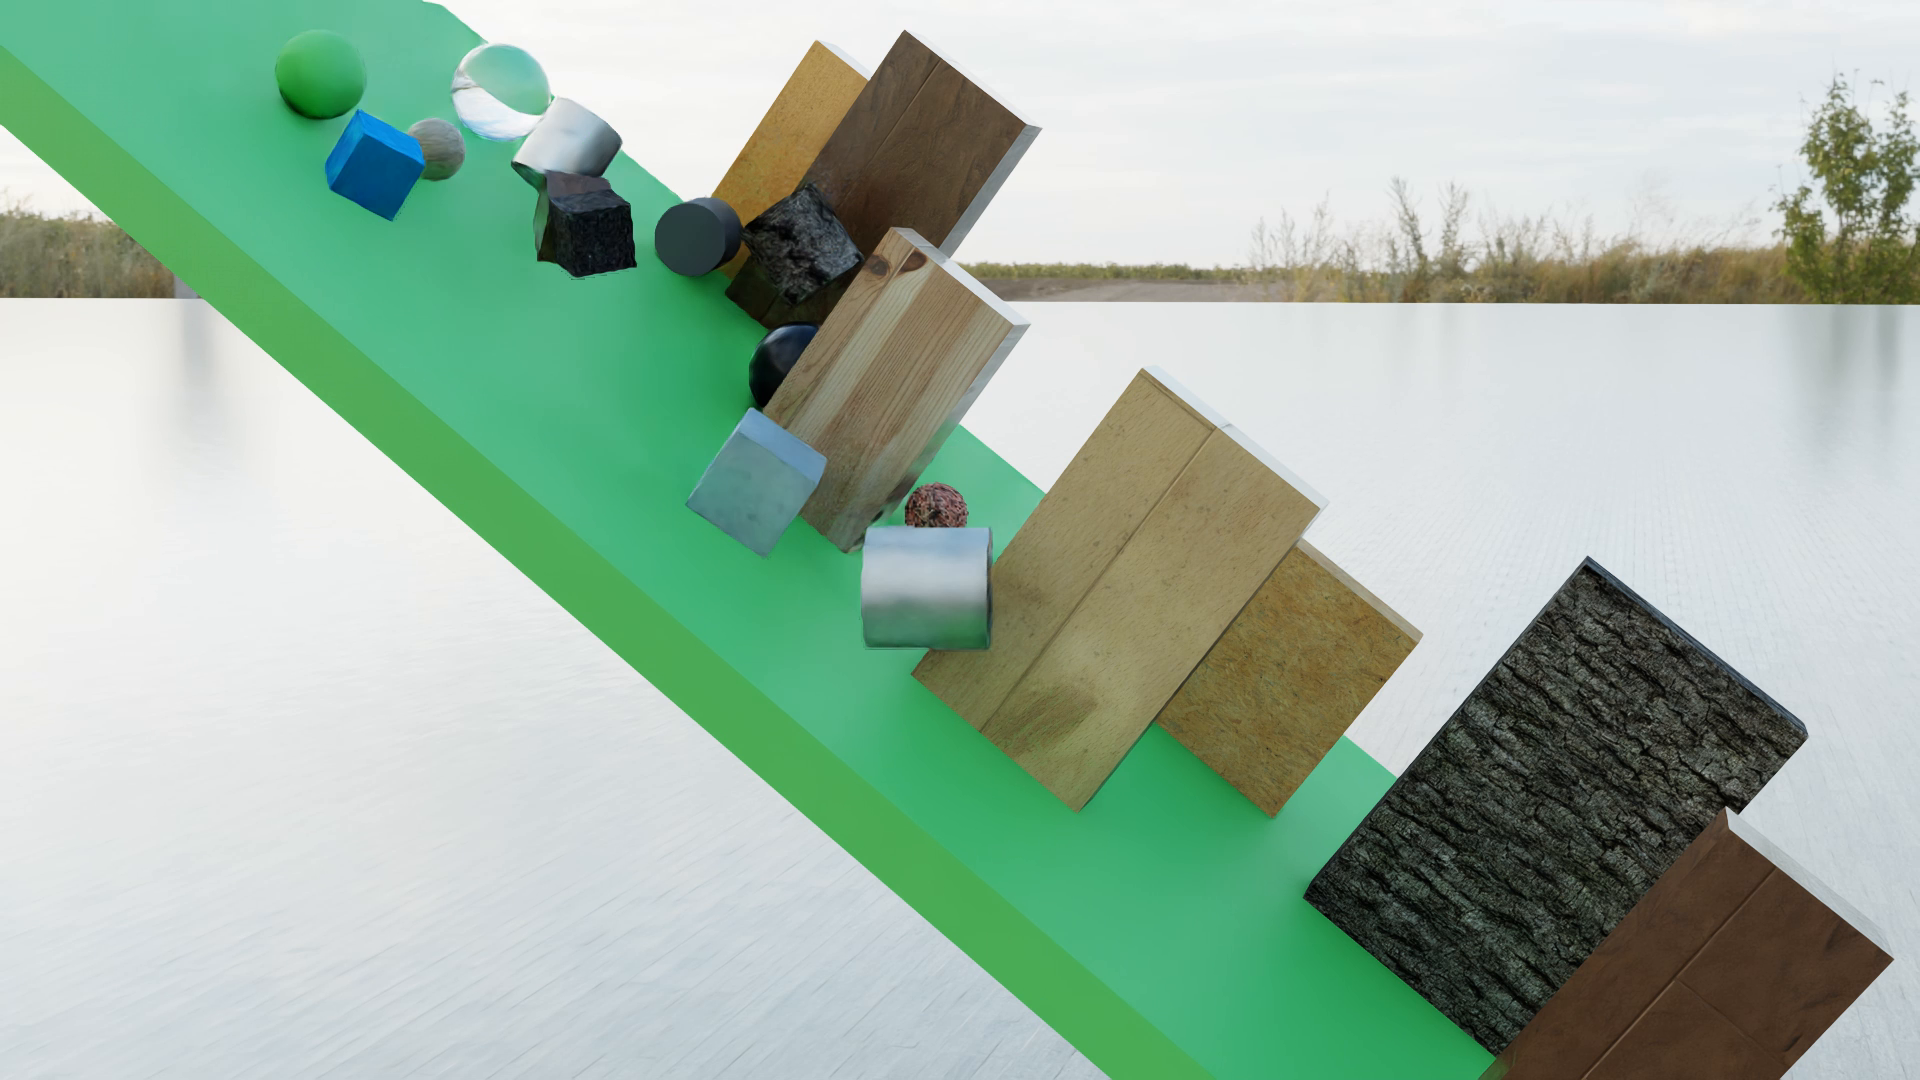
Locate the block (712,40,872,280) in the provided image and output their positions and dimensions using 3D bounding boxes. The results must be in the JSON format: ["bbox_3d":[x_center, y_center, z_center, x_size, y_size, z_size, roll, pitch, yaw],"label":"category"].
[{"bbox_3d":[-0.307,-0.767,4.841,0.364,0.535,0.128,39,16,9],"label":"block"}]

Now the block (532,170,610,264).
[{"bbox_3d":[-0.685,-0.568,3.896,0.115,0.115,0.115,5,42,-21],"label":"block"}]

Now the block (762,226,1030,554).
[{"bbox_3d":[-0.140,-0.258,3.811,0.272,0.498,0.111,39,16,9],"label":"block"}]

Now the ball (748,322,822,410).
[{"bbox_3d":[-0.301,-0.314,4.175,0.203,0.203,0.203,0,7,0],"label":"ball"}]

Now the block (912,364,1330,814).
[{"bbox_3d":[0.246,0.078,3.455,0.345,0.619,0.109,39,16,9],"label":"block"}]

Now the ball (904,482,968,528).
[{"bbox_3d":[-0.045,-0.049,4.119,0.119,0.119,0.119,0,7,0],"label":"ball"}]

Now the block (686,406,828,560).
[{"bbox_3d":[-0.330,-0.095,3.580,0.154,0.154,0.154,34,16,-8],"label":"block"}]

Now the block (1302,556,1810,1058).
[{"bbox_3d":[0.992,0.459,3.712,0.442,0.749,0.119,39,16,9],"label":"block"}]

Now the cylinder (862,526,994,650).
[{"bbox_3d":[-0.046,0.070,3.241,0.179,0.179,0.179,1,7,4],"label":"cylinder"}]

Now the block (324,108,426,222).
[{"bbox_3d":[-1.006,-0.644,3.778,0.117,0.117,0.117,27,19,-32],"label":"block"}]

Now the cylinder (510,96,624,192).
[{"bbox_3d":[-0.754,-0.742,4.222,0.155,0.155,0.155,31,-10,6],"label":"cylinder"}]

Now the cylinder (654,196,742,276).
[{"bbox_3d":[-0.554,-0.646,4.674,0.154,0.154,0.154,1,14,8],"label":"cylinder"}]

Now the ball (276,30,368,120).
[{"bbox_3d":[-1.146,-0.836,3.948,0.159,0.159,0.159,0,7,0],"label":"ball"}]

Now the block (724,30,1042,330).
[{"bbox_3d":[-0.167,-0.696,4.665,0.330,0.682,0.130,39,16,9],"label":"block"}]

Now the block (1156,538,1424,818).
[{"bbox_3d":[0.590,0.241,4.077,0.329,0.426,0.109,39,16,9],"label":"block"}]

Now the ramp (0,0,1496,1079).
[{"bbox_3d":[-0.050,0.109,4.063,4.000,0.100,2.000,39,16,9],"label":"ramp"}]

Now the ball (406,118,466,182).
[{"bbox_3d":[-0.974,-0.723,4.074,0.115,0.115,0.115,0,7,0],"label":"ball"}]

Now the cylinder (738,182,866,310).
[{"bbox_3d":[-0.319,-0.593,4.439,0.185,0.185,0.185,-33,6,4],"label":"cylinder"}]

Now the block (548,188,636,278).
[{"bbox_3d":[-0.608,-0.507,3.632,0.107,0.107,0.107,-14,28,-23],"label":"block"}]

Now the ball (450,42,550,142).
[{"bbox_3d":[-0.948,-0.924,4.540,0.203,0.203,0.203,0,7,0],"label":"ball"}]

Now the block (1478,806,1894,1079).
[{"bbox_3d":[0.886,0.701,2.905,0.251,0.690,0.126,39,16,9],"label":"block"}]
